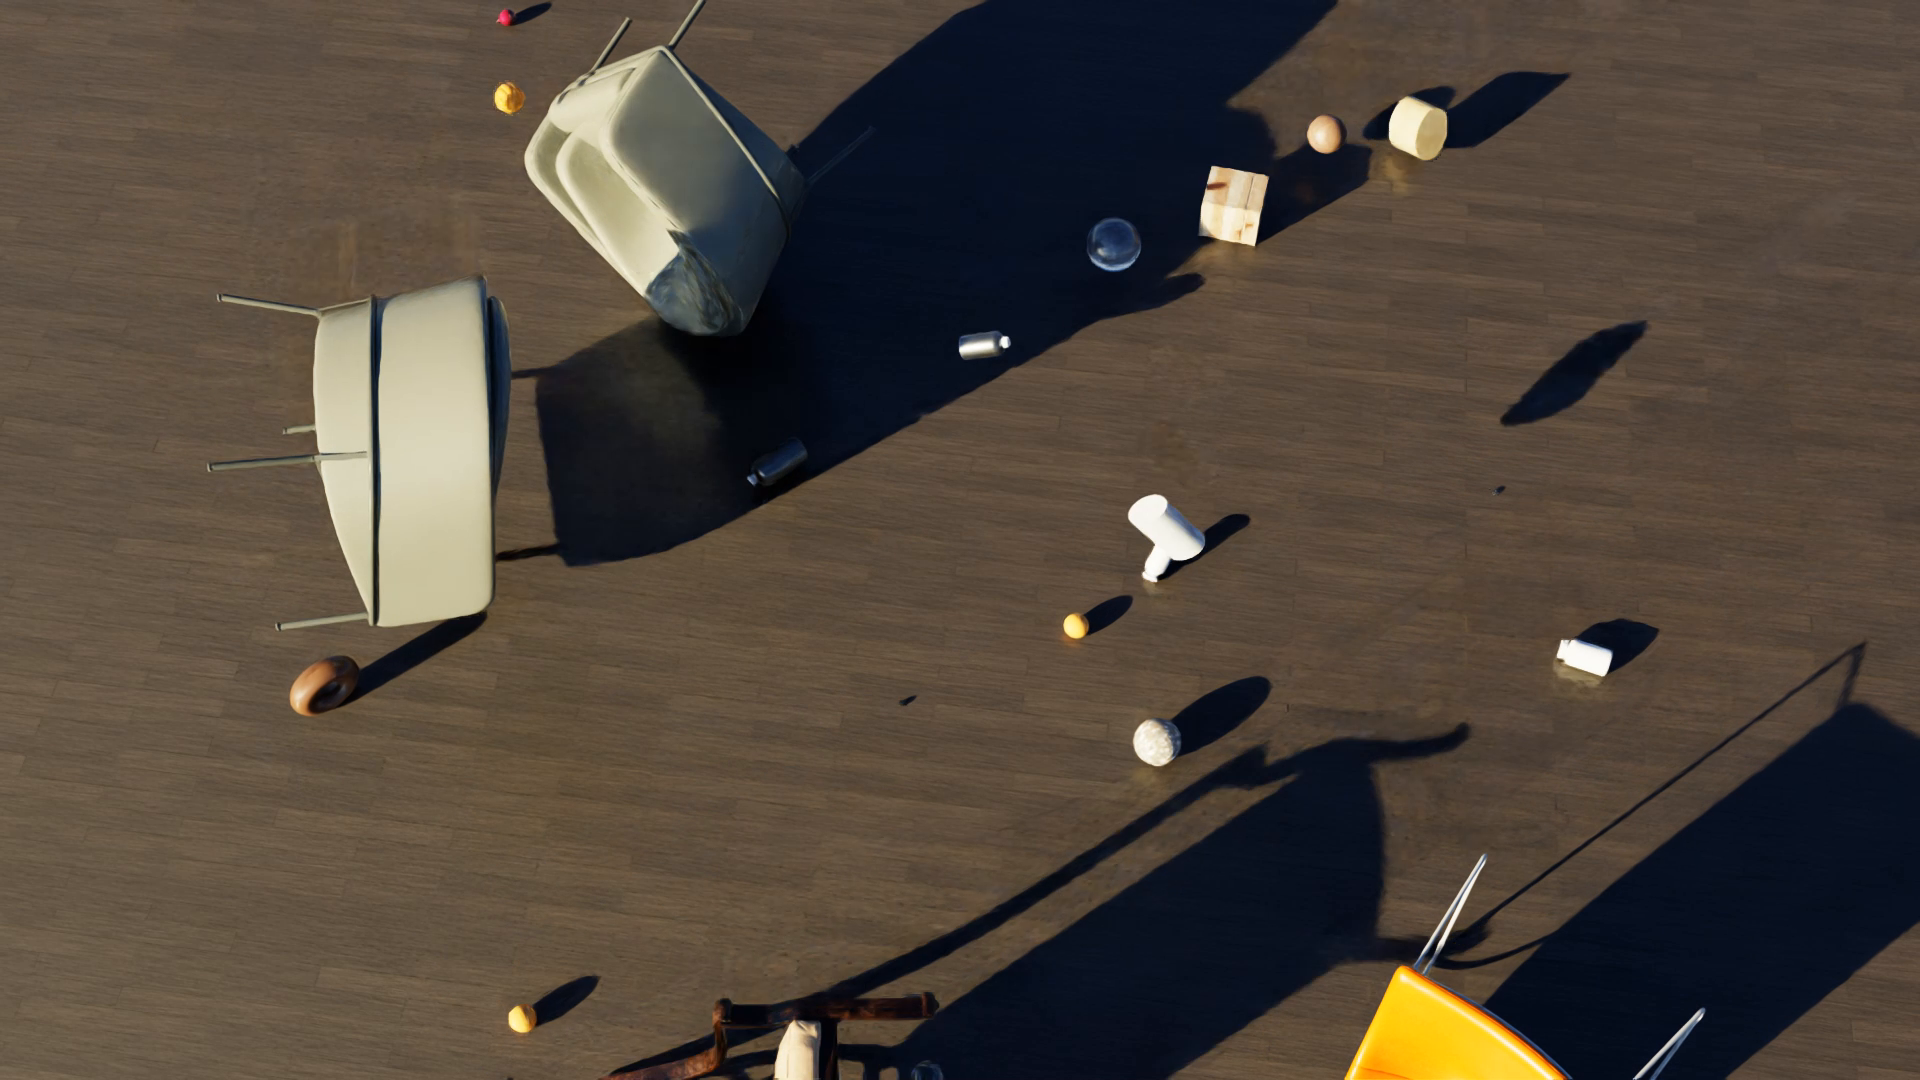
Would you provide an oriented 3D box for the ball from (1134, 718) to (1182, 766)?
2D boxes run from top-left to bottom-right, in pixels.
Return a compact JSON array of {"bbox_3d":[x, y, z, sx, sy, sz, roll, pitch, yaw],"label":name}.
[{"bbox_3d":[0.550,0.561,6.117,0.134,0.134,0.134,0,56,0],"label":"ball"}]

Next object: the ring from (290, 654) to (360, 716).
[{"bbox_3d":[-1.793,0.410,6.207,0.213,0.157,0.082,-39,60,-8],"label":"ring"}]

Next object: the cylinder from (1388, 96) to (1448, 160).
[{"bbox_3d":[1.532,-1.377,7.355,0.128,0.180,0.148,-6,29,-27],"label":"cylinder"}]

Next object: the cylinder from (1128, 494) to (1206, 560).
[{"bbox_3d":[0.558,-0.033,5.917,0.123,0.192,0.091,-11,53,39],"label":"cylinder"}]

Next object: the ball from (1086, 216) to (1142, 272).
[{"bbox_3d":[0.497,-0.955,7.108,0.177,0.177,0.177,0,56,0],"label":"ball"}]

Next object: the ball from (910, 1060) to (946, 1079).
[{"bbox_3d":[-0.081,1.371,5.599,0.092,0.092,0.092,0,56,0],"label":"ball"}]

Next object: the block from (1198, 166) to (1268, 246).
[{"bbox_3d":[0.896,-1.096,7.212,0.190,0.161,0.165,12,57,8],"label":"block"}]
